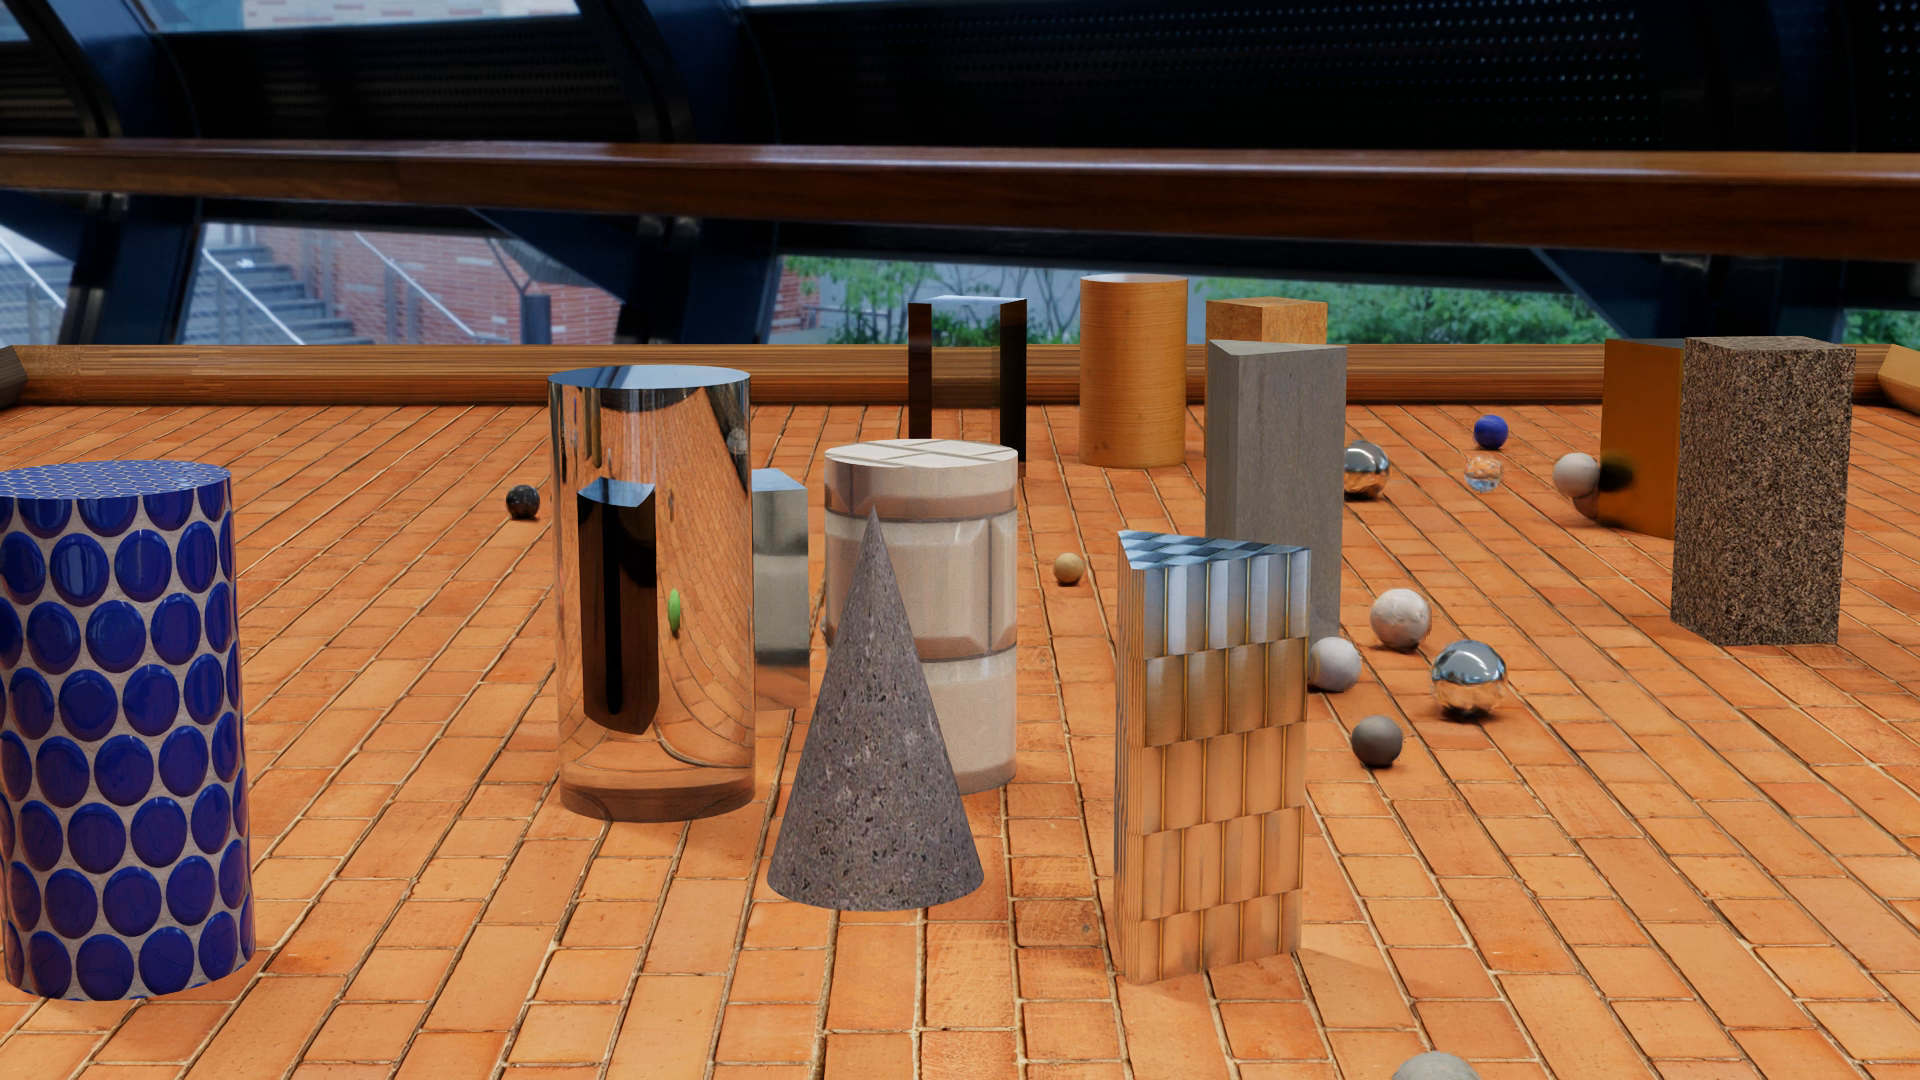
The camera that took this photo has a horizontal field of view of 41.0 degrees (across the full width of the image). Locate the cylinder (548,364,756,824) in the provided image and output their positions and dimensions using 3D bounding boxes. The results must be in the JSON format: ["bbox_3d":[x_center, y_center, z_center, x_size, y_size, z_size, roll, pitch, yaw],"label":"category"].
[{"bbox_3d":[-0.305,0.049,2.555,0.198,0.425,0.198,0,10,0],"label":"cylinder"}]

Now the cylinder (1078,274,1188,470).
[{"bbox_3d":[0.321,-0.315,4.751,0.198,0.340,0.198,0,10,0],"label":"cylinder"}]

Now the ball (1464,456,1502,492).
[{"bbox_3d":[0.903,-0.115,4.428,0.064,0.064,0.064,0,10,0],"label":"ball"}]

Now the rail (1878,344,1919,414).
[{"bbox_3d":[2.016,0.031,3.460,0.045,0.128,4.325,0,10,0],"label":"rail"}]

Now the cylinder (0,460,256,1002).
[{"bbox_3d":[-0.684,0.148,2.082,0.198,0.401,0.198,0,10,0],"label":"cylinder"}]

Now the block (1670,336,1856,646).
[{"bbox_3d":[1.032,-0.066,3.308,0.158,0.377,0.158,-1,11,-7],"label":"block"}]

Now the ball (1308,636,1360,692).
[{"bbox_3d":[0.439,0.146,3.020,0.064,0.064,0.064,0,10,0],"label":"ball"}]

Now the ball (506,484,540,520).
[{"bbox_3d":[-0.709,-0.062,4.162,0.057,0.057,0.057,0,10,0],"label":"ball"}]

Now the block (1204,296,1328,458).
[{"bbox_3d":[0.568,-0.297,4.779,0.158,0.295,0.158,-7,13,-34],"label":"block"}]

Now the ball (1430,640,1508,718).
[{"bbox_3d":[0.576,0.157,2.900,0.087,0.087,0.087,0,10,0],"label":"ball"}]

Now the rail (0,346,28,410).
[{"bbox_3d":[-2.016,0.035,3.437,0.045,0.128,4.325,0,10,0],"label":"rail"}]

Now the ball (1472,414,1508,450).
[{"bbox_3d":[1.018,-0.207,4.919,0.068,0.068,0.068,0,10,0],"label":"ball"}]

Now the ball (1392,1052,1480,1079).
[{"bbox_3d":[0.323,0.381,1.741,0.067,0.067,0.067,0,10,0],"label":"ball"}]

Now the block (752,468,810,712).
[{"bbox_3d":[-0.270,0.058,2.974,0.158,0.255,0.158,-3,11,-16],"label":"block"}]

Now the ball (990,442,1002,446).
[{"bbox_3d":[0.062,-0.155,4.697,0.047,0.047,0.047,0,10,0],"label":"ball"}]

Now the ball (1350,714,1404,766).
[{"bbox_3d":[0.438,0.211,2.696,0.054,0.054,0.054,0,10,0],"label":"ball"}]

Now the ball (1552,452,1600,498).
[{"bbox_3d":[0.986,-0.103,4.103,0.074,0.074,0.074,0,10,0],"label":"ball"}]

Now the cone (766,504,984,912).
[{"bbox_3d":[-0.077,0.136,2.302,0.198,0.345,0.198,0,10,0],"label":"cone"}]

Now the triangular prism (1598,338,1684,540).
[{"bbox_3d":[1.089,-0.166,4.065,0.148,0.298,0.171,6,12,31],"label":"triangular prism"}]

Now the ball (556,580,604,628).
[{"bbox_3d":[-0.499,0.084,3.362,0.062,0.062,0.062,0,10,0],"label":"ball"}]

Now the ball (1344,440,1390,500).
[{"bbox_3d":[0.681,-0.119,4.356,0.099,0.099,0.099,0,10,0],"label":"ball"}]

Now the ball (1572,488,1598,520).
[{"bbox_3d":[1.033,-0.072,4.164,0.077,0.077,0.077,0,10,0],"label":"ball"}]

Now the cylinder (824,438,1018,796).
[{"bbox_3d":[-0.040,0.076,2.649,0.198,0.336,0.198,0,10,0],"label":"cylinder"}]

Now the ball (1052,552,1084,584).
[{"bbox_3d":[0.154,0.040,3.643,0.045,0.045,0.045,0,10,0],"label":"ball"}]

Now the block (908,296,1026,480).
[{"bbox_3d":[0.014,-0.264,4.533,0.158,0.319,0.158,5,11,24],"label":"block"}]

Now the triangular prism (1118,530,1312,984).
[{"bbox_3d":[0.174,0.170,2.133,0.171,0.340,0.148,-6,12,-30],"label":"triangular prism"}]

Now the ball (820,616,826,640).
[{"bbox_3d":[-0.159,0.112,3.268,0.042,0.042,0.042,0,10,0],"label":"ball"}]

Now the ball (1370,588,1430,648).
[{"bbox_3d":[0.557,0.099,3.245,0.076,0.076,0.076,0,10,0],"label":"ball"}]

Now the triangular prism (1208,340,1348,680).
[{"bbox_3d":[0.345,-0.036,3.083,0.171,0.399,0.148,-7,13,-33],"label":"triangular prism"}]

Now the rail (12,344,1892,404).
[{"bbox_3d":[-0.012,-0.356,5.552,4.080,0.128,0.045,0,10,0],"label":"rail"}]
